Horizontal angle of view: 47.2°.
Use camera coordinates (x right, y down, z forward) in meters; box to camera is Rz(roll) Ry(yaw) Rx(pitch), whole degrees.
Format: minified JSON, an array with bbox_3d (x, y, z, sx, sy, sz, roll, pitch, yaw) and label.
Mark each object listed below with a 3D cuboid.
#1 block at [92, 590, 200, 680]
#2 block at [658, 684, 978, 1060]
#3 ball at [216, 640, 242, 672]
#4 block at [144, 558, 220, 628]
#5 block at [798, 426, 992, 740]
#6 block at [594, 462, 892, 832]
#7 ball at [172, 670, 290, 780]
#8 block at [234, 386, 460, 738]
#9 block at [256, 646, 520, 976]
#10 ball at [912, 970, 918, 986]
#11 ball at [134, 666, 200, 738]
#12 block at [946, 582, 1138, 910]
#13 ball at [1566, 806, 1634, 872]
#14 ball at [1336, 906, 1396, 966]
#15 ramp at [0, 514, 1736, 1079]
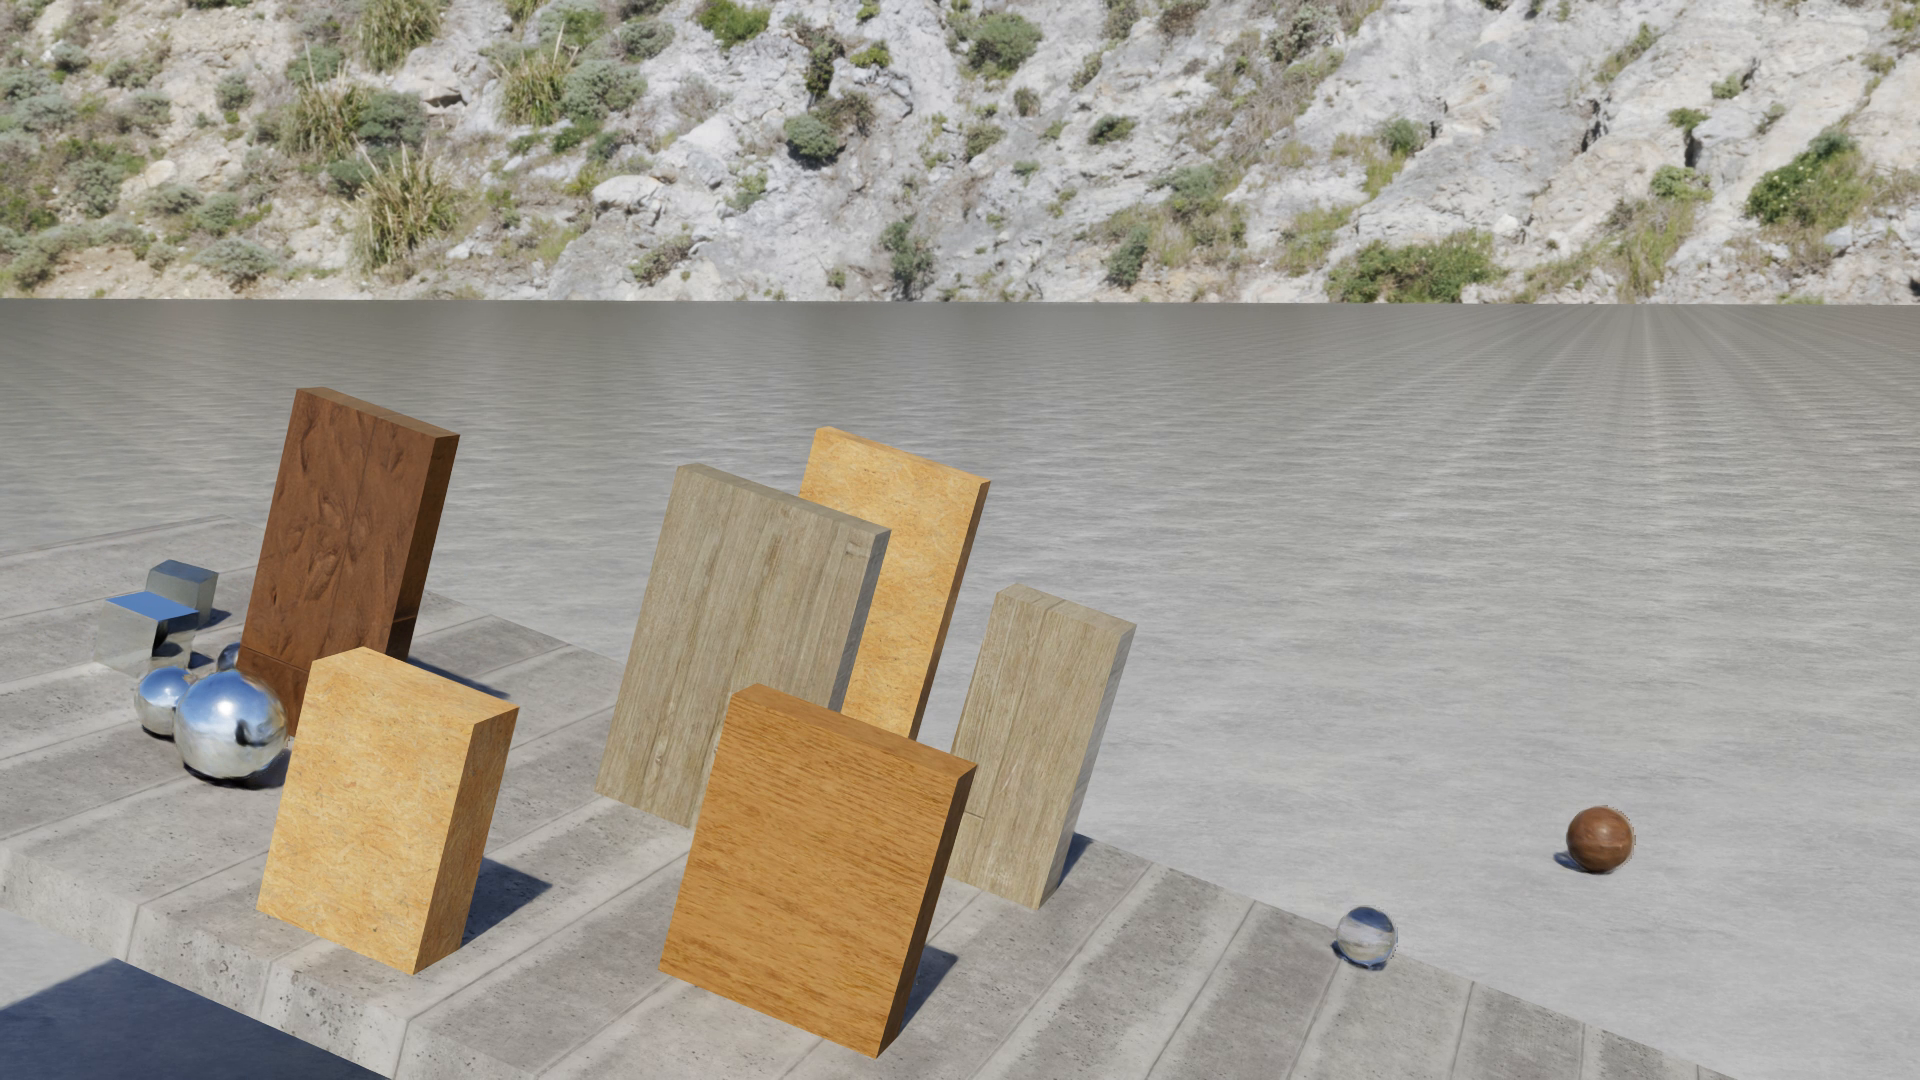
[{"bbox_3d":[-1.643,0.194,4.441,0.130,0.130,0.130,19,12,15],"label":"block"},{"bbox_3d":[-0.242,0.552,3.697,0.409,0.505,0.111,19,12,14],"label":"block"},{"bbox_3d":[-1.451,0.257,4.459,0.108,0.108,0.108,0,7,0],"label":"ball"},{"bbox_3d":[-1.693,0.121,4.769,0.112,0.112,0.112,16,11,-2],"label":"block"},{"bbox_3d":[-0.227,0.150,5.069,0.407,0.731,0.083,19,12,14],"label":"block"},{"bbox_3d":[-0.440,0.246,4.404,0.431,0.698,0.098,19,12,14],"label":"block"},{"bbox_3d":[-1.328,0.337,4.006,0.203,0.203,0.203,0,7,0],"label":"ball"},{"bbox_3d":[-1.207,0.067,4.290,0.311,0.665,0.091,19,12,14],"label":"block"},{"bbox_3d":[-0.921,0.431,3.537,0.295,0.429,0.145,19,12,14],"label":"block"},{"bbox_3d":[-0.134,0.749,3.870,0.124,0.124,0.124,0,7,0],"label":"ball"},{"bbox_3d":[-1.481,0.303,4.132,0.134,0.134,0.134,0,7,0],"label":"ball"},{"bbox_3d":[0.139,0.426,4.568,0.270,0.606,0.149,19,12,14],"label":"block"},{"bbox_3d":[1.986,0.929,6.831,0.200,0.200,0.200,0,7,0],"label":"ball"},{"bbox_3d":[0.876,0.855,4.746,0.127,0.127,0.127,0,7,0],"label":"ball"},{"bbox_3d":[-0.373,0.723,4.237,4.000,0.100,2.000,19,12,14],"label":"ramp"}]
